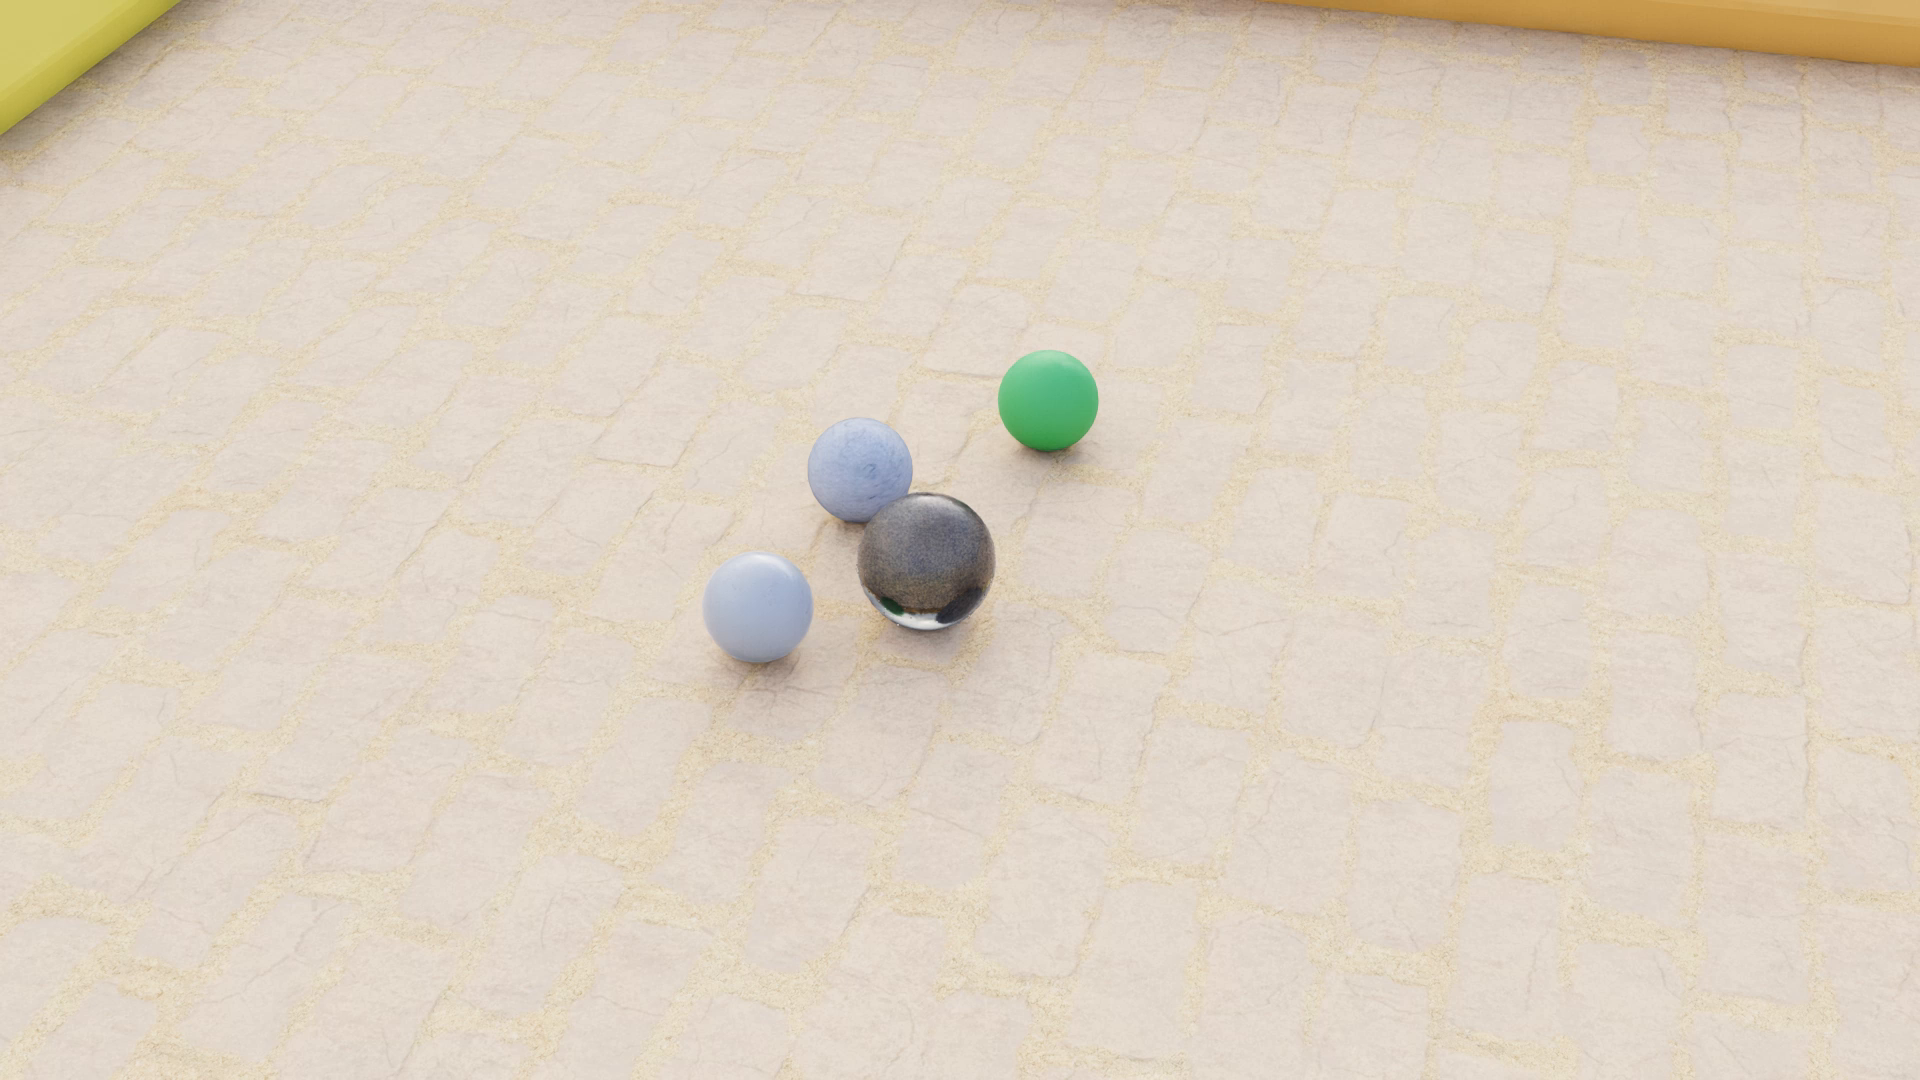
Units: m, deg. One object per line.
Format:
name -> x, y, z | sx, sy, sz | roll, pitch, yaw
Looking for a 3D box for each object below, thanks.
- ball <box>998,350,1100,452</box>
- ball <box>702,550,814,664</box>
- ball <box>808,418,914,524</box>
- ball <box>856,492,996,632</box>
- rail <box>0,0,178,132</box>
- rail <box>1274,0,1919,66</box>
ball -> 0.069, -0.109, 2.011 | 0.079, 0.079, 0.079 | 0, 34, 0
ball -> -0.140, 0.046, 1.783 | 0.078, 0.078, 0.078 | 0, 34, 0
ball -> -0.075, -0.052, 1.927 | 0.080, 0.080, 0.080 | 0, 34, 0
ball -> -0.024, 0.015, 1.811 | 0.099, 0.099, 0.099 | 0, 34, 0
rail -> -1.044, -0.177, 2.065 | 0.045, 0.128, 2.301 | 9, 35, 12
rail -> 1.359, -0.470, 2.496 | 4.417, 0.128, 0.045 | 9, 35, 12
